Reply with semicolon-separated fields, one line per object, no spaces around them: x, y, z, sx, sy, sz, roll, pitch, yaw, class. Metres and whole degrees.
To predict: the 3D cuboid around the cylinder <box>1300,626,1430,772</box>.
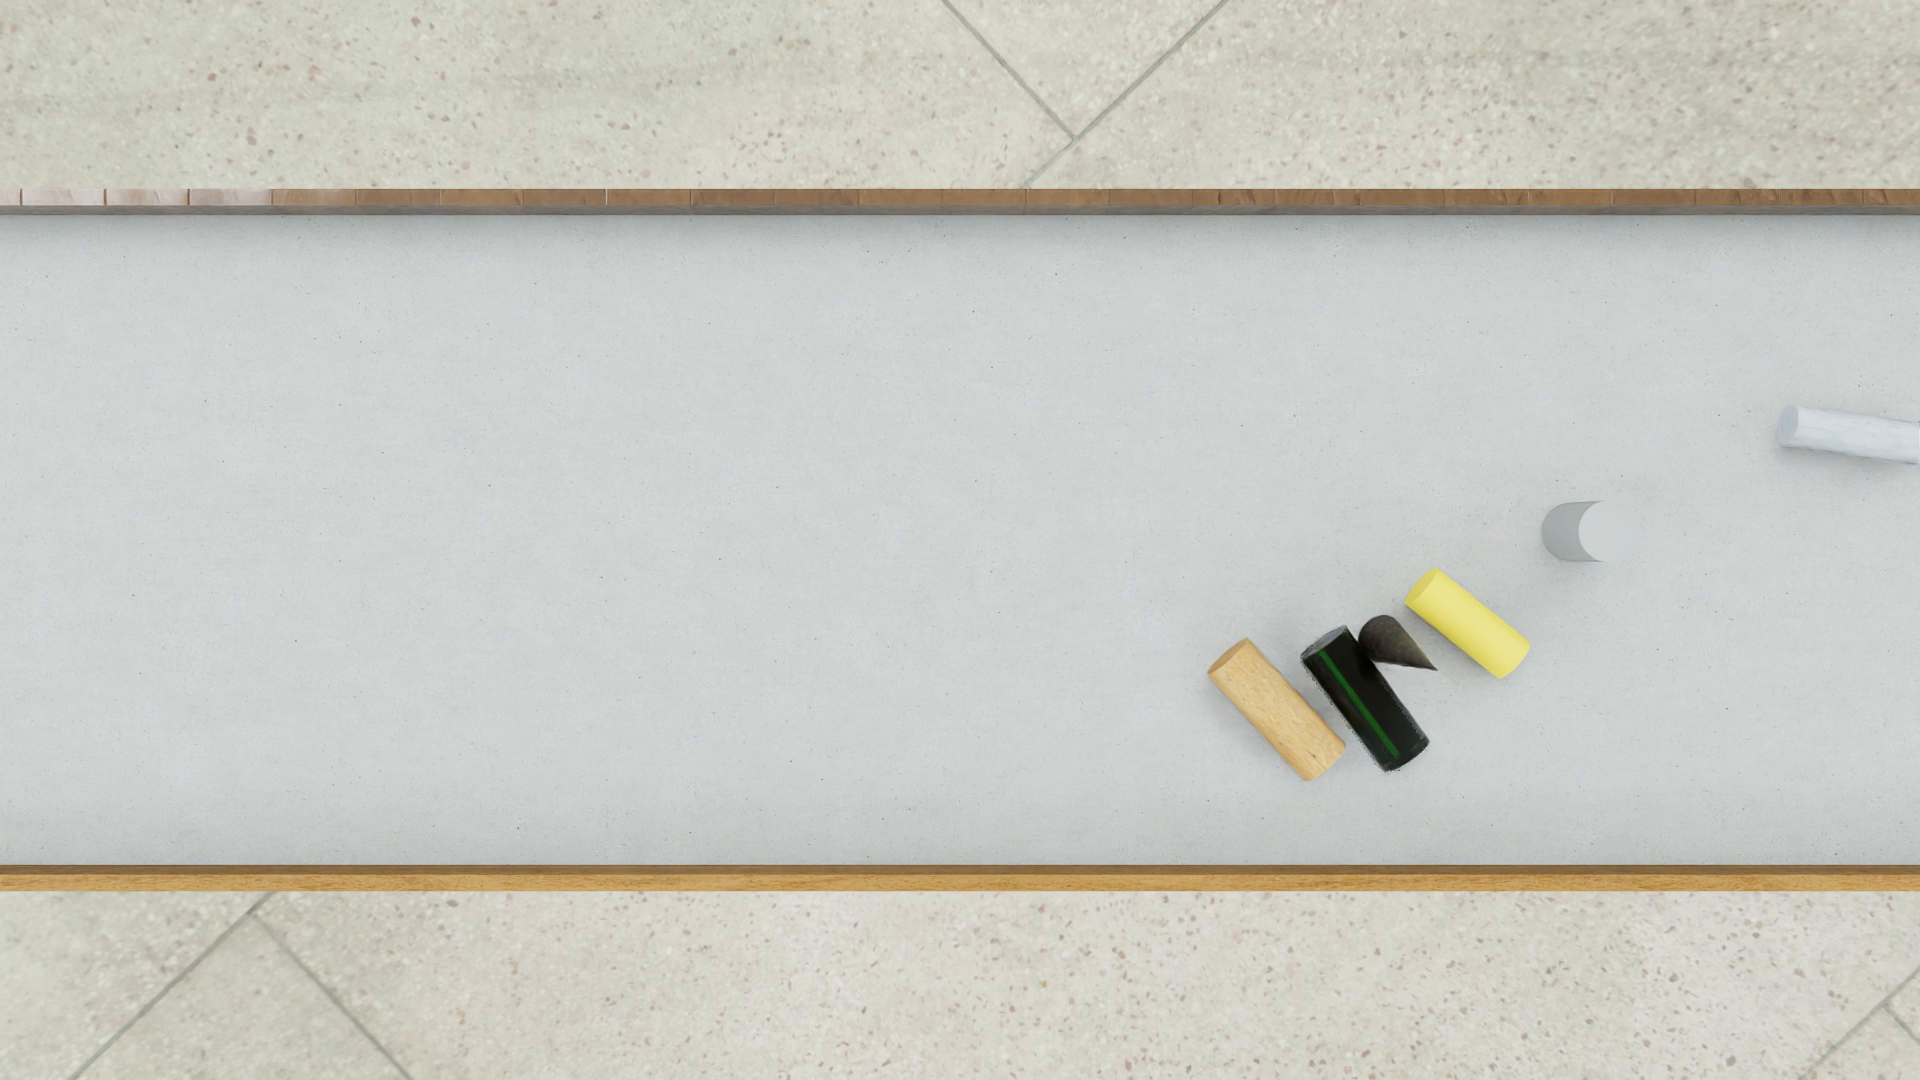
1.225;0.479;4.993;0.168;0.168;0.425;-36;90;0;cylinder

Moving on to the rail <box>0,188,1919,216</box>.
-2.247;-1.025;5.002;12.000;0.150;0.050;0;90;0;rail

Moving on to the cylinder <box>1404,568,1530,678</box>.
1.538;0.251;5.004;0.357;0.146;0.146;39;90;0;cylinder

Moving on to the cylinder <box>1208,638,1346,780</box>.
0.959;0.512;4.995;0.164;0.164;0.437;-43;90;0;cylinder

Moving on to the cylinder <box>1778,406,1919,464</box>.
2.719;-0.320;5.014;0.407;0.124;0.124;8;90;0;cylinder

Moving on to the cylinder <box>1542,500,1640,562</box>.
1.880;-0.025;4.925;0.180;0.303;0.180;0;90;0;cylinder

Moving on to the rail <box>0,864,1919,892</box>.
-2.247;1.025;5.001;12.000;0.150;0.050;0;90;0;rail

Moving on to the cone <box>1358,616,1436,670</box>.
1.322;0.337;4.861;0.149;0.409;0.149;-1;100;-8;cone
